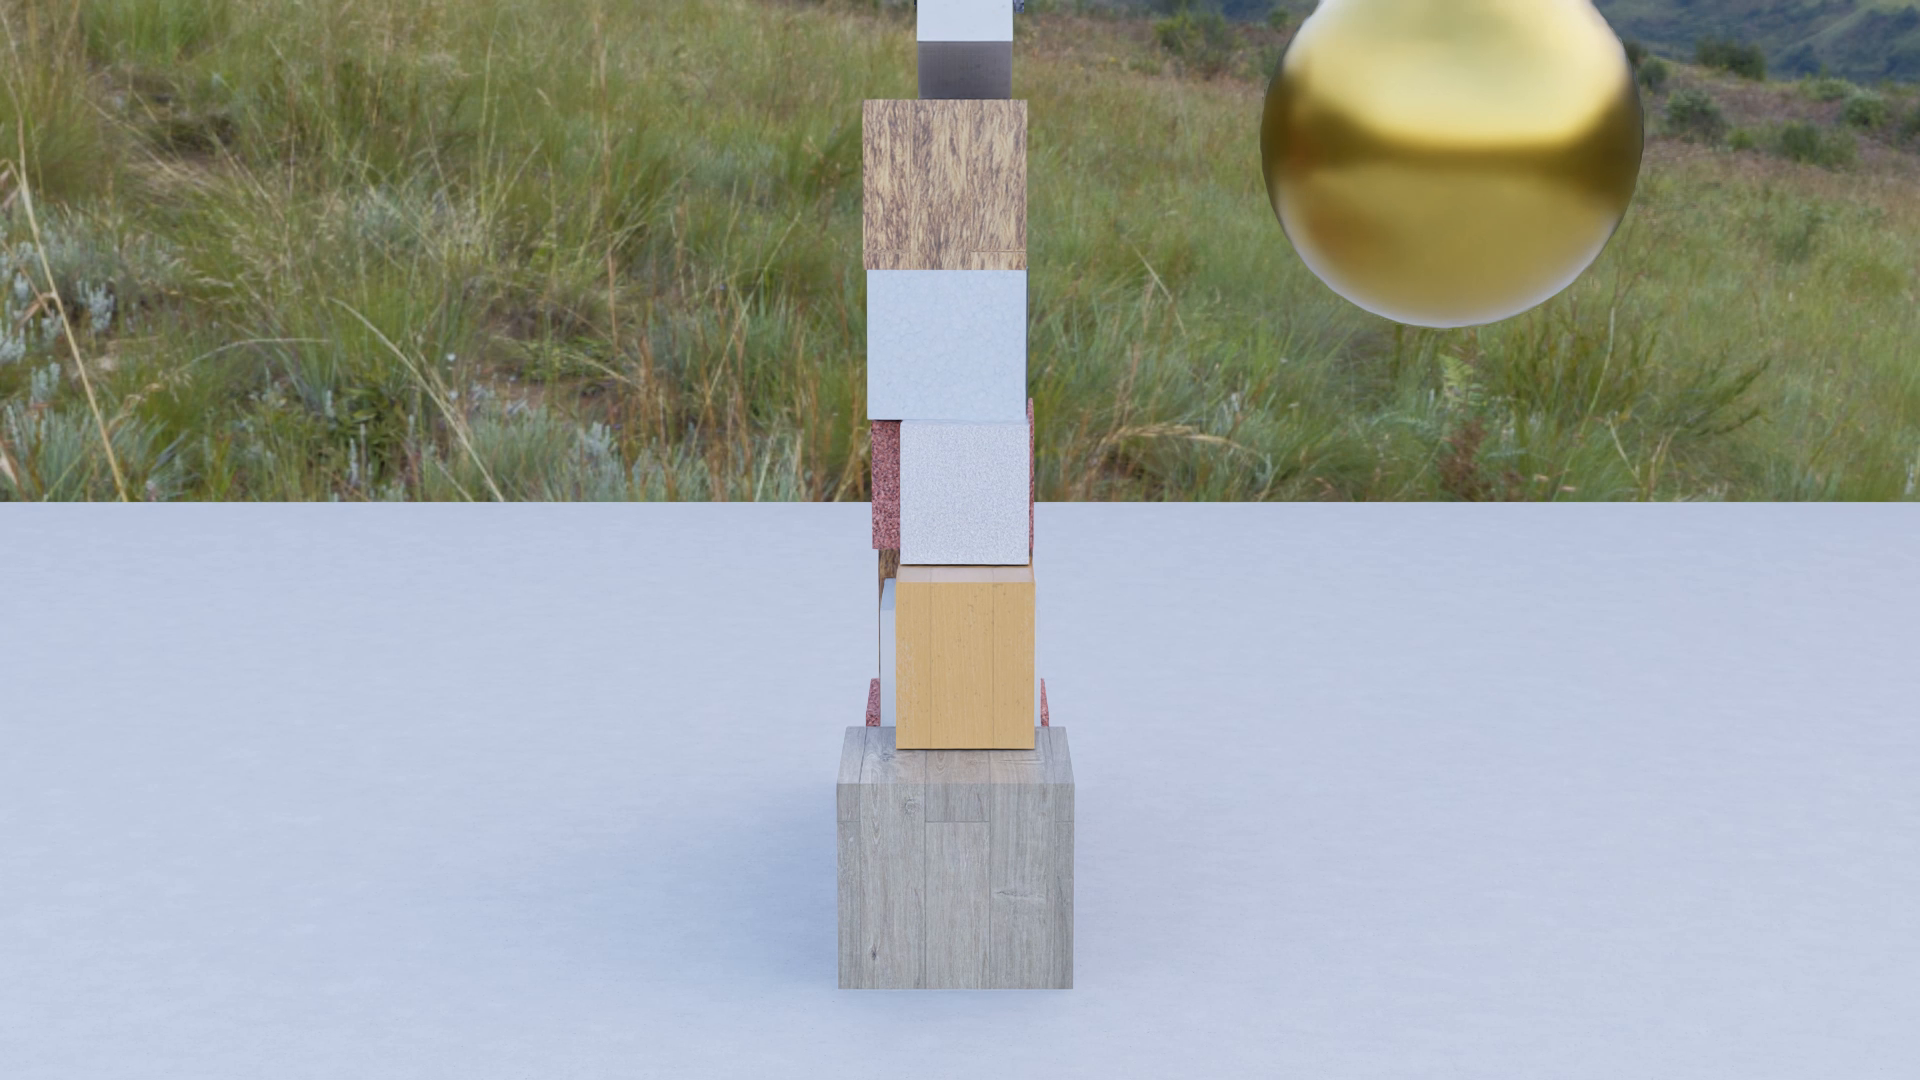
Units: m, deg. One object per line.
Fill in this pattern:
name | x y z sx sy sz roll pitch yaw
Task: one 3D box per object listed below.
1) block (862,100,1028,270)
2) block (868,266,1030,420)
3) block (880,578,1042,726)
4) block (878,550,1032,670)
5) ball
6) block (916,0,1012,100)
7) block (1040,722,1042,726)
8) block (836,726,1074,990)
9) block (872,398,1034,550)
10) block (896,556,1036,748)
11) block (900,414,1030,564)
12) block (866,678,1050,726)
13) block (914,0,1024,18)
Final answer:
block | -0.058 -1.522 11.018 0.682 0.702 0.708 0 8 1
block | -0.041 -0.863 11.093 0.663 0.625 0.748 0 8 2
block | 0.004 0.531 11.226 0.681 0.606 0.641 0 11 0
block | -0.016 0.298 11.886 0.691 0.797 0.734 0 12 1
ball | 2.074 -1.700 10.871 1.600 1.600 1.600 0 10 0
block | 0.022 -2.207 11.065 0.401 0.489 0.422 0 -29 0
block | 0.006 1.191 11.167 0.708 0.661 0.796 0 10 0
block | -0.017 1.261 10.322 0.912 0.826 0.872 0 10 0
block | -0.026 -0.305 11.455 0.704 0.562 0.676 0 12 1
block | 0.023 0.452 10.557 0.555 0.677 0.631 0 9 0
block | 0.024 -0.221 10.815 0.529 0.574 0.569 0 7 1
block | -0.012 1.051 11.913 0.822 0.671 0.701 0 10 0
block | 0.030 -2.632 11.287 0.481 0.470 0.438 -2 -29 4
